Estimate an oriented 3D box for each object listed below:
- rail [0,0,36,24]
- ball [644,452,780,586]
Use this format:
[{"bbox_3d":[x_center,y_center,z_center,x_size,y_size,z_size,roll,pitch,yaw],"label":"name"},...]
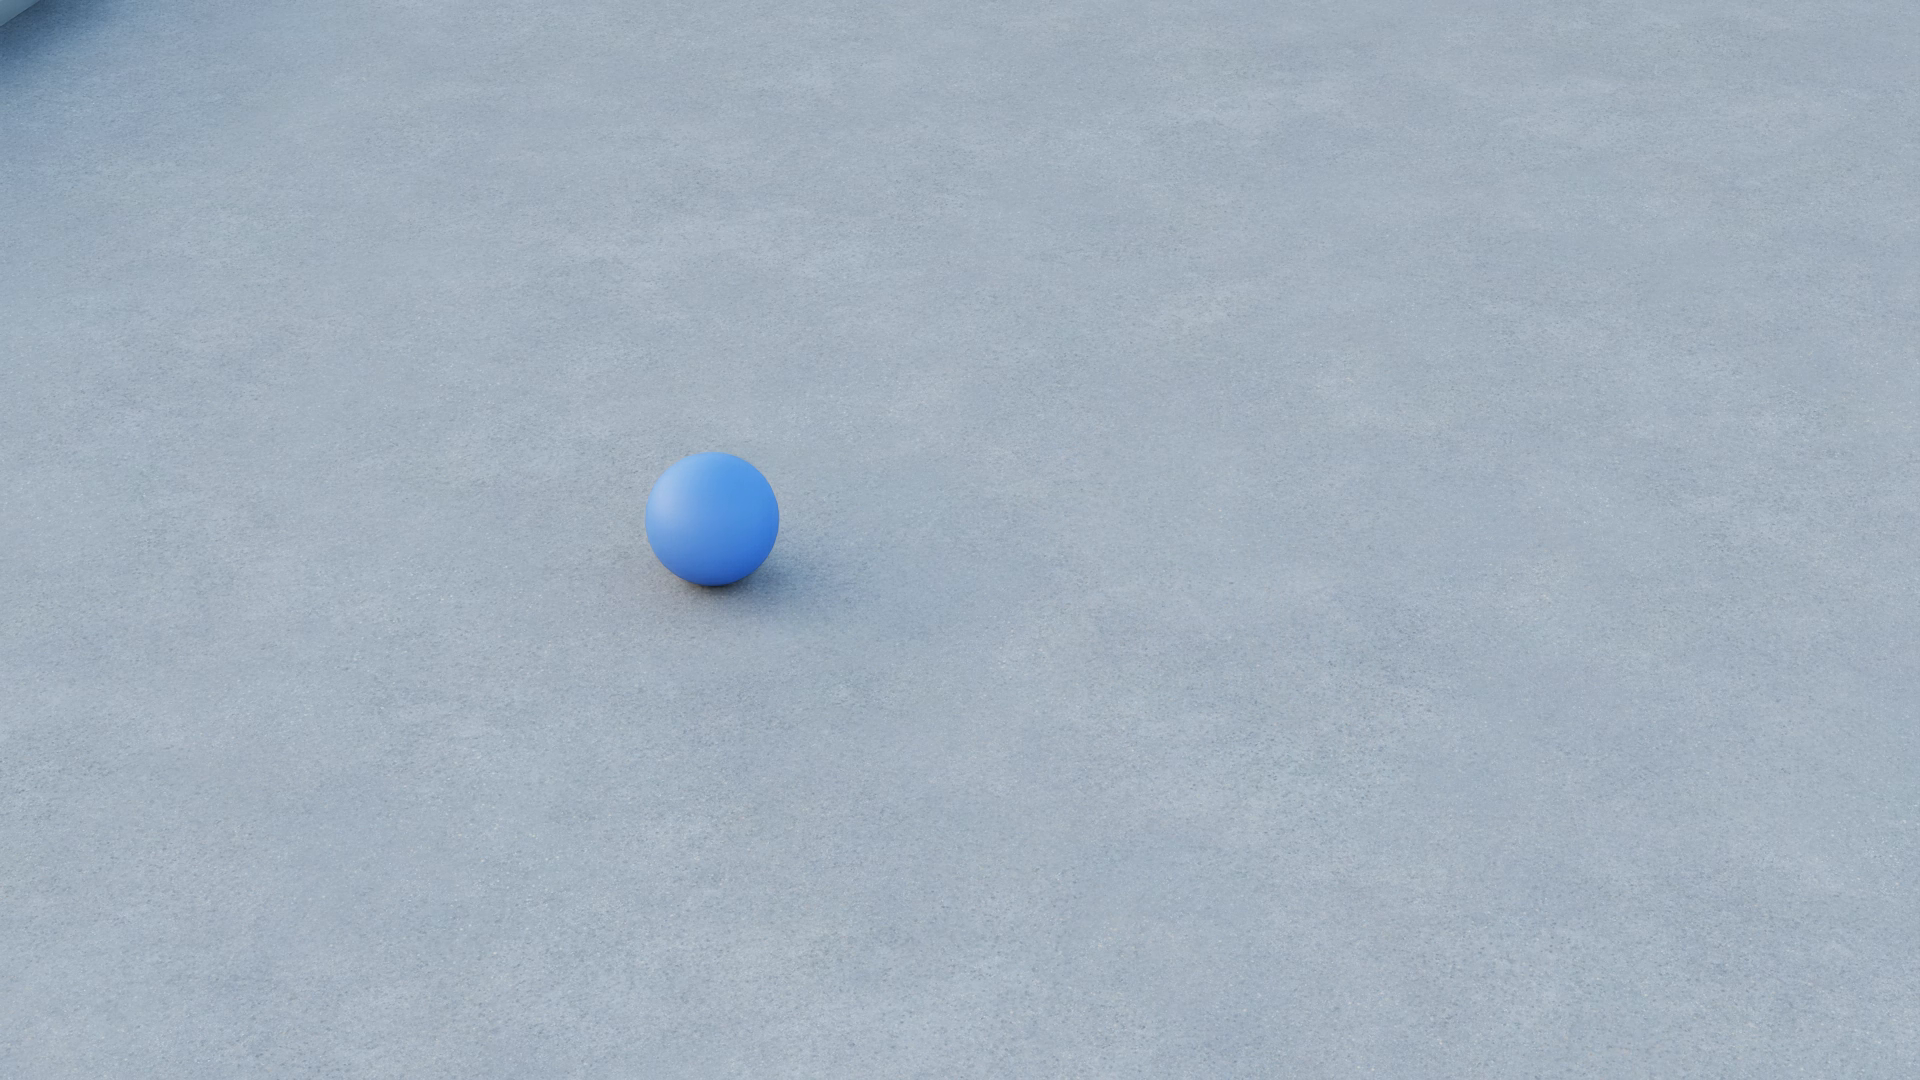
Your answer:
[{"bbox_3d":[-0.701,-0.607,2.644,0.045,0.097,3.926,7,31,12],"label":"rail"},{"bbox_3d":[-0.138,-0.012,1.639,0.075,0.075,0.075,0,30,0],"label":"ball"}]
